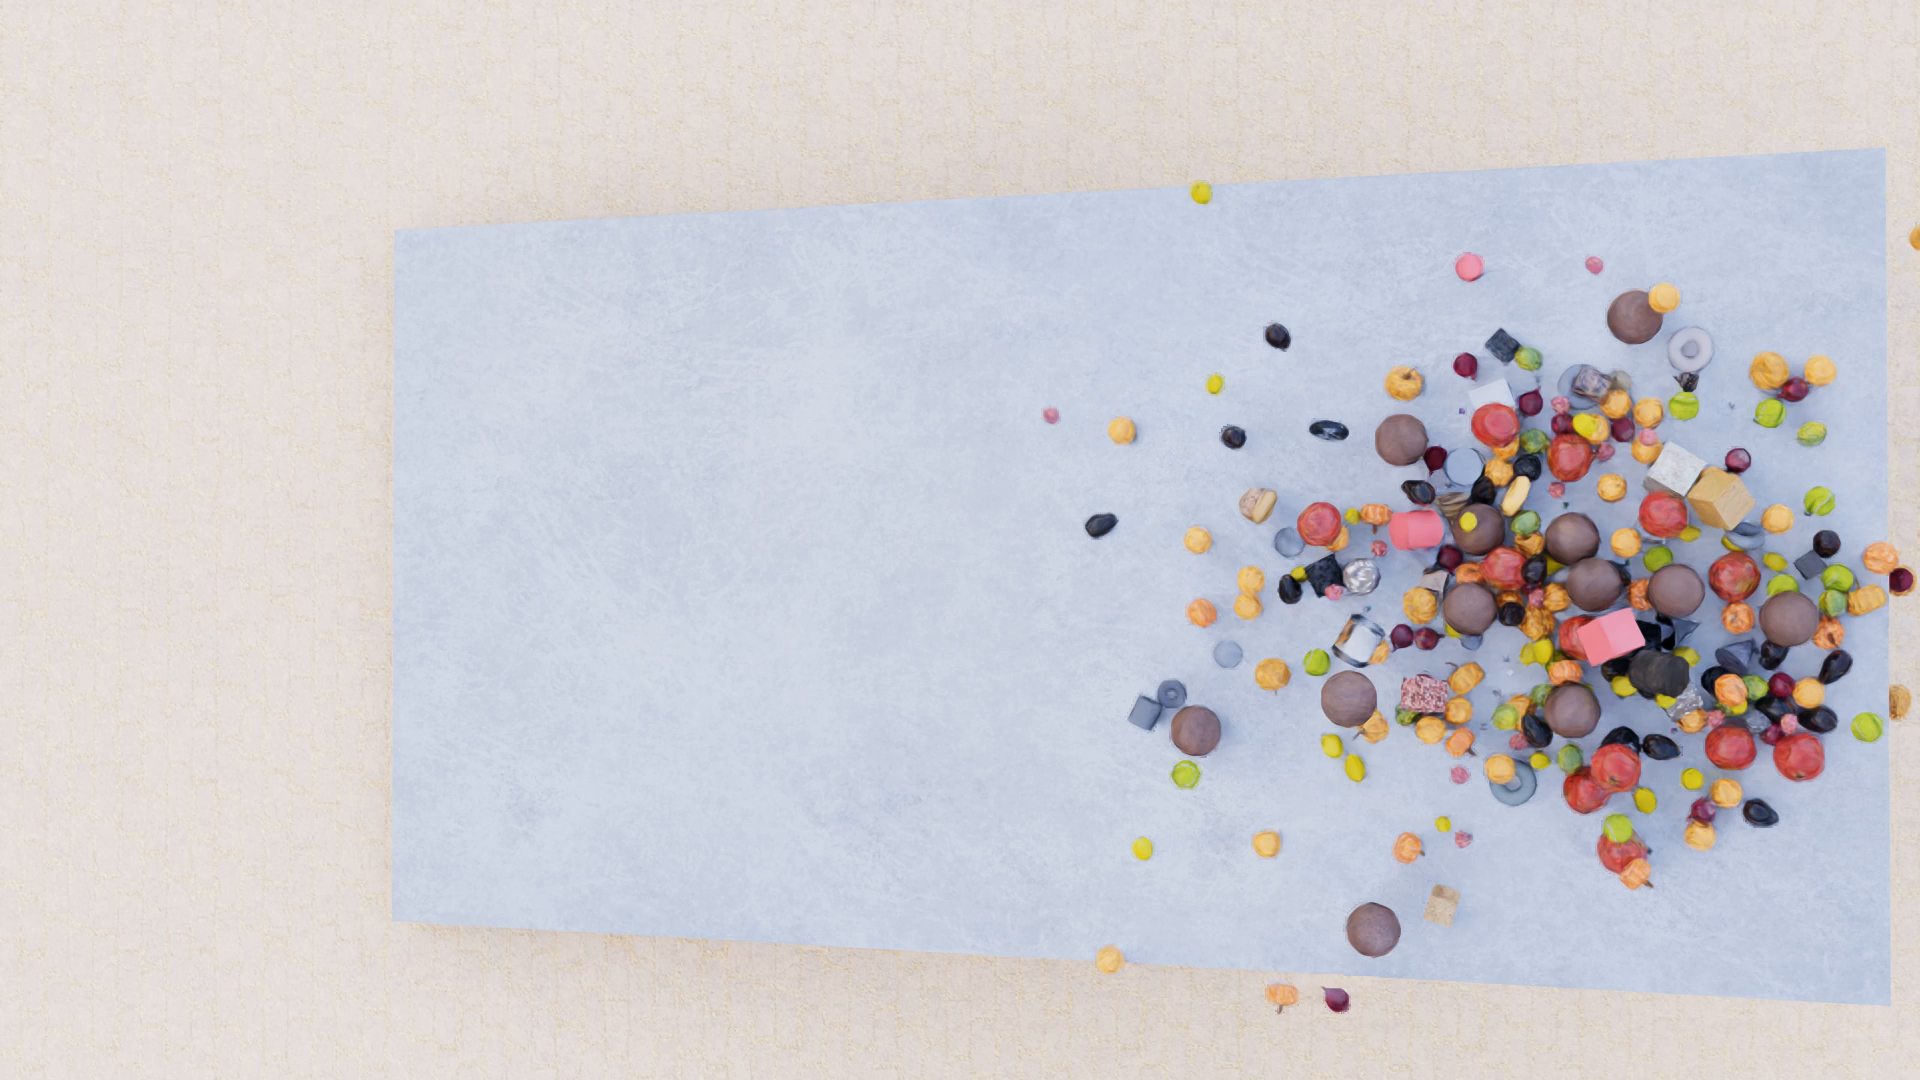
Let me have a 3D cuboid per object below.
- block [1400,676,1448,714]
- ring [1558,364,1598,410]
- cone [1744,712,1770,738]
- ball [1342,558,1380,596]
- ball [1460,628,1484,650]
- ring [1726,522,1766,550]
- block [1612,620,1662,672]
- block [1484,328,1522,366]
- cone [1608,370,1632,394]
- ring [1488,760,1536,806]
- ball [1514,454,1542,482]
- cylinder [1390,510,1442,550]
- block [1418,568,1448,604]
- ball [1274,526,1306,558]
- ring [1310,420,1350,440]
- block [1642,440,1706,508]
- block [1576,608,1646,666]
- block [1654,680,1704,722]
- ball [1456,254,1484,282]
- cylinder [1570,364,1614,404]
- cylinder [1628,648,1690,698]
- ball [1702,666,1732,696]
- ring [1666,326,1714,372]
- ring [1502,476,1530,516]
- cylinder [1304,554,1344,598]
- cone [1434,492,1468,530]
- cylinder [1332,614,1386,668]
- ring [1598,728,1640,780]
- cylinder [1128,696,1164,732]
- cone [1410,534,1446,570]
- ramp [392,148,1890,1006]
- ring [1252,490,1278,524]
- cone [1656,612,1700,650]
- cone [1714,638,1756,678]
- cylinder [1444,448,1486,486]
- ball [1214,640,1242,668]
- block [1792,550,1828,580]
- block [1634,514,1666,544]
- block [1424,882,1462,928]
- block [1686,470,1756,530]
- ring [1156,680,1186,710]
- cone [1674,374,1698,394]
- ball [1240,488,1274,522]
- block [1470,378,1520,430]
[{"bbox_3d":[1.121,0.375,5.317,0.075,0.075,0.075,11,78,-27],"label":"block"},{"bbox_3d":[1.505,-0.370,5.323,0.114,0.038,0.114,-1,88,18],"label":"ring"},{"bbox_3d":[1.864,0.444,5.159,0.059,0.059,0.059,1,131,0],"label":"cone"},{"bbox_3d":[0.991,0.091,5.430,0.092,0.092,0.092,0,89,0],"label":"ball"},{"bbox_3d":[1.253,0.243,5.386,0.056,0.056,0.056,0,89,0],"label":"ball"},{"bbox_3d":[1.827,-0.009,5.115,0.091,0.091,0.030,3,124,0],"label":"ring"},{"bbox_3d":[1.604,0.253,5.220,0.090,0.090,0.090,15,127,5],"label":"block"},{"bbox_3d":[1.326,-0.472,5.366,0.060,0.060,0.060,45,102,24],"label":"block"},{"bbox_3d":[1.580,-0.386,5.282,0.060,0.060,0.060,-4,79,20],"label":"cone"},{"bbox_3d":[1.348,0.591,5.361,0.114,0.038,0.114,0,90,17],"label":"ring"},{"bbox_3d":[1.379,-0.174,5.342,0.068,0.068,0.068,0,89,0],"label":"ball"},{"bbox_3d":[1.110,-0.025,5.351,0.093,0.093,0.093,-6,89,-20],"label":"cylinder"},{"bbox_3d":[1.164,0.113,5.401,0.057,0.057,0.057,12,60,21],"label":"block"},{"bbox_3d":[0.827,0.006,5.518,0.078,0.078,0.078,0,89,0],"label":"ball"},{"bbox_3d":[0.919,-0.272,5.470,0.098,0.098,0.033,11,80,0],"label":"ring"},{"bbox_3d":[1.691,-0.155,5.214,0.099,0.099,0.099,33,83,16],"label":"block"},{"bbox_3d":[1.509,0.225,5.100,0.094,0.094,0.094,-16,77,-23],"label":"block"},{"bbox_3d":[1.690,0.360,5.192,0.084,0.084,0.084,-31,47,11],"label":"block"},{"bbox_3d":[1.250,-0.667,5.395,0.067,0.067,0.067,0,89,0],"label":"ball"},{"bbox_3d":[1.511,-0.372,5.263,0.073,0.073,0.073,28,89,-4],"label":"cylinder"},{"bbox_3d":[1.618,0.308,5.090,0.096,0.096,0.096,-6,101,-34],"label":"cylinder"},{"bbox_3d":[1.790,0.333,5.203,0.070,0.070,0.070,0,89,0],"label":"ball"},{"bbox_3d":[1.740,-0.454,5.239,0.112,0.037,0.112,2,94,35],"label":"ring"},{"bbox_3d":[1.341,-0.107,5.303,0.035,0.105,0.105,26,89,3],"label":"ring"},{"bbox_3d":[0.911,0.090,5.483,0.083,0.083,0.083,-26,85,0],"label":"cylinder"},{"bbox_3d":[1.214,-0.062,5.409,0.085,0.085,0.085,-11,109,0],"label":"cone"},{"bbox_3d":[0.972,0.247,5.367,0.096,0.096,0.096,27,111,0],"label":"cylinder"},{"bbox_3d":[1.573,0.509,5.249,0.044,0.131,0.131,20,89,-16],"label":"ring"},{"bbox_3d":[0.475,0.443,5.632,0.069,0.069,0.069,25,97,0],"label":"cylinder"},{"bbox_3d":[1.166,0.014,5.420,0.089,0.089,0.089,-42,89,-7],"label":"cone"},{"bbox_3d":[0.276,0.093,5.790,4.000,0.100,2.000,0,89,18],"label":"ramp"},{"bbox_3d":[0.754,-0.082,5.446,0.031,0.094,0.094,33,89,16],"label":"ring"},{"bbox_3d":[1.724,0.208,5.241,0.095,0.095,0.095,-11,89,-9],"label":"cone"},{"bbox_3d":[1.852,0.261,5.199,0.092,0.092,0.092,-41,89,-14],"label":"cone"},{"bbox_3d":[1.235,-0.180,5.377,0.093,0.093,0.093,1,93,19],"label":"cylinder"},{"bbox_3d":[0.678,0.289,5.564,0.075,0.075,0.075,0,89,0],"label":"ball"},{"bbox_3d":[1.990,0.058,5.149,0.052,0.052,0.052,-35,79,11],"label":"block"},{"bbox_3d":[1.648,-0.026,5.250,0.057,0.057,0.057,8,82,4],"label":"block"},{"bbox_3d":[1.181,0.894,5.384,0.068,0.068,0.068,19,114,15],"label":"block"},{"bbox_3d":[1.775,-0.093,5.131,0.092,0.092,0.092,-45,114,-9],"label":"block"},{"bbox_3d":[0.542,0.395,5.632,0.077,0.026,0.077,1,94,15],"label":"ring"},{"bbox_3d":[1.727,-0.383,5.258,0.053,0.053,0.053,34,89,43],"label":"cone"},{"bbox_3d":[0.748,-0.089,5.540,0.088,0.088,0.088,0,89,0],"label":"ball"},{"bbox_3d":[1.304,-0.332,5.360,0.092,0.092,0.092,-21,83,17],"label":"block"}]
